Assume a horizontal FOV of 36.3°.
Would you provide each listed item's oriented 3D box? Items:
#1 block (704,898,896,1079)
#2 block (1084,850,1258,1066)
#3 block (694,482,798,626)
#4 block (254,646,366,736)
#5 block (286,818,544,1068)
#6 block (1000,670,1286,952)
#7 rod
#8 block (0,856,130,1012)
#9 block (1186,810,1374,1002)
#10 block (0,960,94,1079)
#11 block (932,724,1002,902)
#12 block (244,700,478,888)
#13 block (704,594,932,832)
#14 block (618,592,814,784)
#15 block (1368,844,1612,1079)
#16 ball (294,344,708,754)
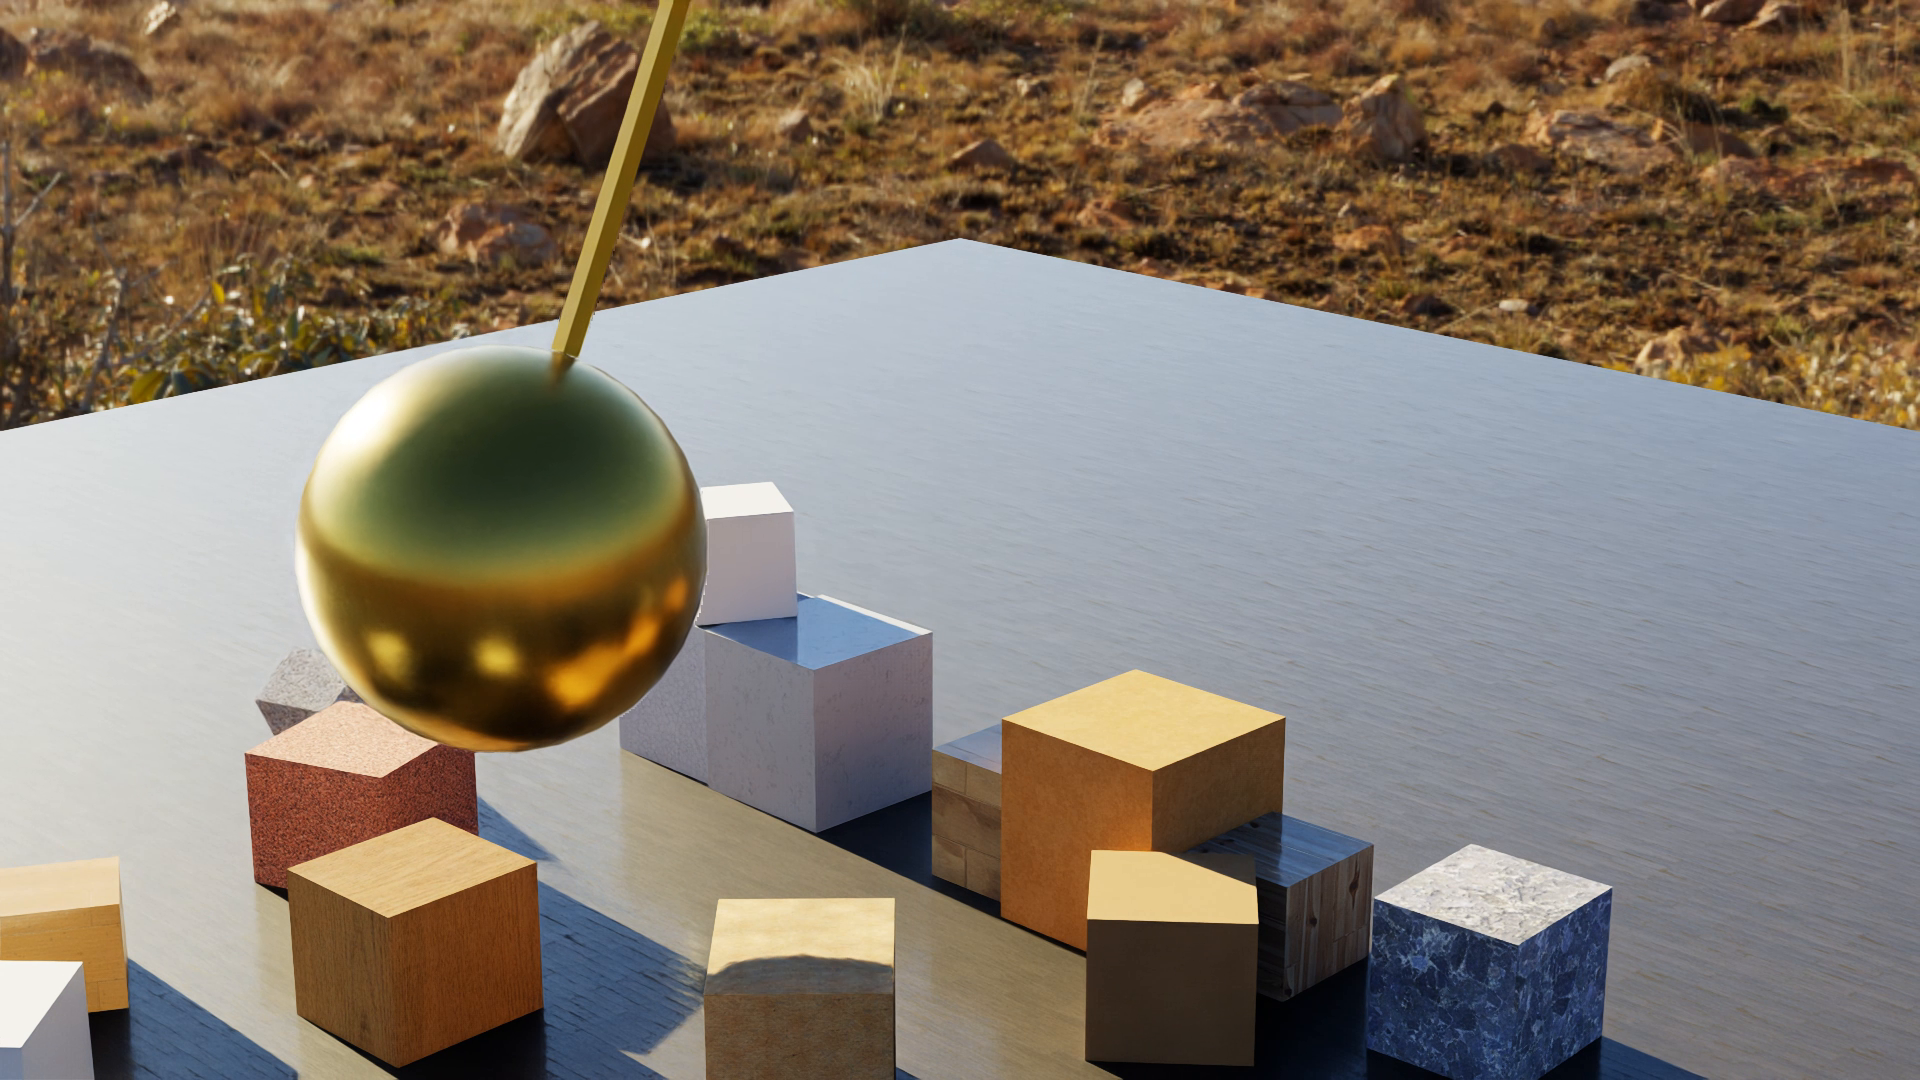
[{"bbox_3d":[-0.593,1.874,11.164,0.687,0.730,0.831,0,17,-1],"label":"block"},{"bbox_3d":[0.858,1.692,11.928,0.672,0.620,0.677,1,17,4],"label":"block"},{"bbox_3d":[-1.120,0.062,14.528,0.512,0.535,0.572,-5,17,-13],"label":"block"},{"bbox_3d":[-3.192,0.845,14.730,0.446,0.431,0.369,8,48,25],"label":"block"},{"bbox_3d":[-2.233,1.638,12.043,0.689,0.654,0.739,16,23,41],"label":"block"},{"bbox_3d":[0.799,1.221,12.891,0.867,0.940,0.881,16,24,42],"label":"block"},{"bbox_3d":[-0.775,-3.213,11.520,0.080,5.200,0.080,17,-1,42],"label":"rod"},{"bbox_3d":[-3.759,1.665,12.262,0.505,0.471,0.500,-5,18,-15],"label":"block"},{"bbox_3d":[1.358,1.555,12.529,0.538,0.520,0.612,16,23,41],"label":"block"},{"bbox_3d":[-3.645,2.017,10.715,0.735,0.727,0.684,1,17,2],"label":"block"},{"bbox_3d":[0.287,1.229,13.402,0.543,0.618,0.634,16,24,42],"label":"block"},{"bbox_3d":[-2.734,1.203,13.461,0.734,0.632,0.733,8,19,23],"label":"block"},{"bbox_3d":[-0.687,0.833,14.323,0.773,0.823,0.794,-17,24,-42],"label":"block"},{"bbox_3d":[-1.226,0.676,14.849,0.716,0.807,0.729,-17,24,-42],"label":"block"},{"bbox_3d":[2.127,1.718,11.780,0.656,0.658,0.721,15,23,39],"label":"block"},{"bbox_3d":[-1.787,0.032,11.478,1.600,1.600,1.600,0,17,0],"label":"ball"}]
